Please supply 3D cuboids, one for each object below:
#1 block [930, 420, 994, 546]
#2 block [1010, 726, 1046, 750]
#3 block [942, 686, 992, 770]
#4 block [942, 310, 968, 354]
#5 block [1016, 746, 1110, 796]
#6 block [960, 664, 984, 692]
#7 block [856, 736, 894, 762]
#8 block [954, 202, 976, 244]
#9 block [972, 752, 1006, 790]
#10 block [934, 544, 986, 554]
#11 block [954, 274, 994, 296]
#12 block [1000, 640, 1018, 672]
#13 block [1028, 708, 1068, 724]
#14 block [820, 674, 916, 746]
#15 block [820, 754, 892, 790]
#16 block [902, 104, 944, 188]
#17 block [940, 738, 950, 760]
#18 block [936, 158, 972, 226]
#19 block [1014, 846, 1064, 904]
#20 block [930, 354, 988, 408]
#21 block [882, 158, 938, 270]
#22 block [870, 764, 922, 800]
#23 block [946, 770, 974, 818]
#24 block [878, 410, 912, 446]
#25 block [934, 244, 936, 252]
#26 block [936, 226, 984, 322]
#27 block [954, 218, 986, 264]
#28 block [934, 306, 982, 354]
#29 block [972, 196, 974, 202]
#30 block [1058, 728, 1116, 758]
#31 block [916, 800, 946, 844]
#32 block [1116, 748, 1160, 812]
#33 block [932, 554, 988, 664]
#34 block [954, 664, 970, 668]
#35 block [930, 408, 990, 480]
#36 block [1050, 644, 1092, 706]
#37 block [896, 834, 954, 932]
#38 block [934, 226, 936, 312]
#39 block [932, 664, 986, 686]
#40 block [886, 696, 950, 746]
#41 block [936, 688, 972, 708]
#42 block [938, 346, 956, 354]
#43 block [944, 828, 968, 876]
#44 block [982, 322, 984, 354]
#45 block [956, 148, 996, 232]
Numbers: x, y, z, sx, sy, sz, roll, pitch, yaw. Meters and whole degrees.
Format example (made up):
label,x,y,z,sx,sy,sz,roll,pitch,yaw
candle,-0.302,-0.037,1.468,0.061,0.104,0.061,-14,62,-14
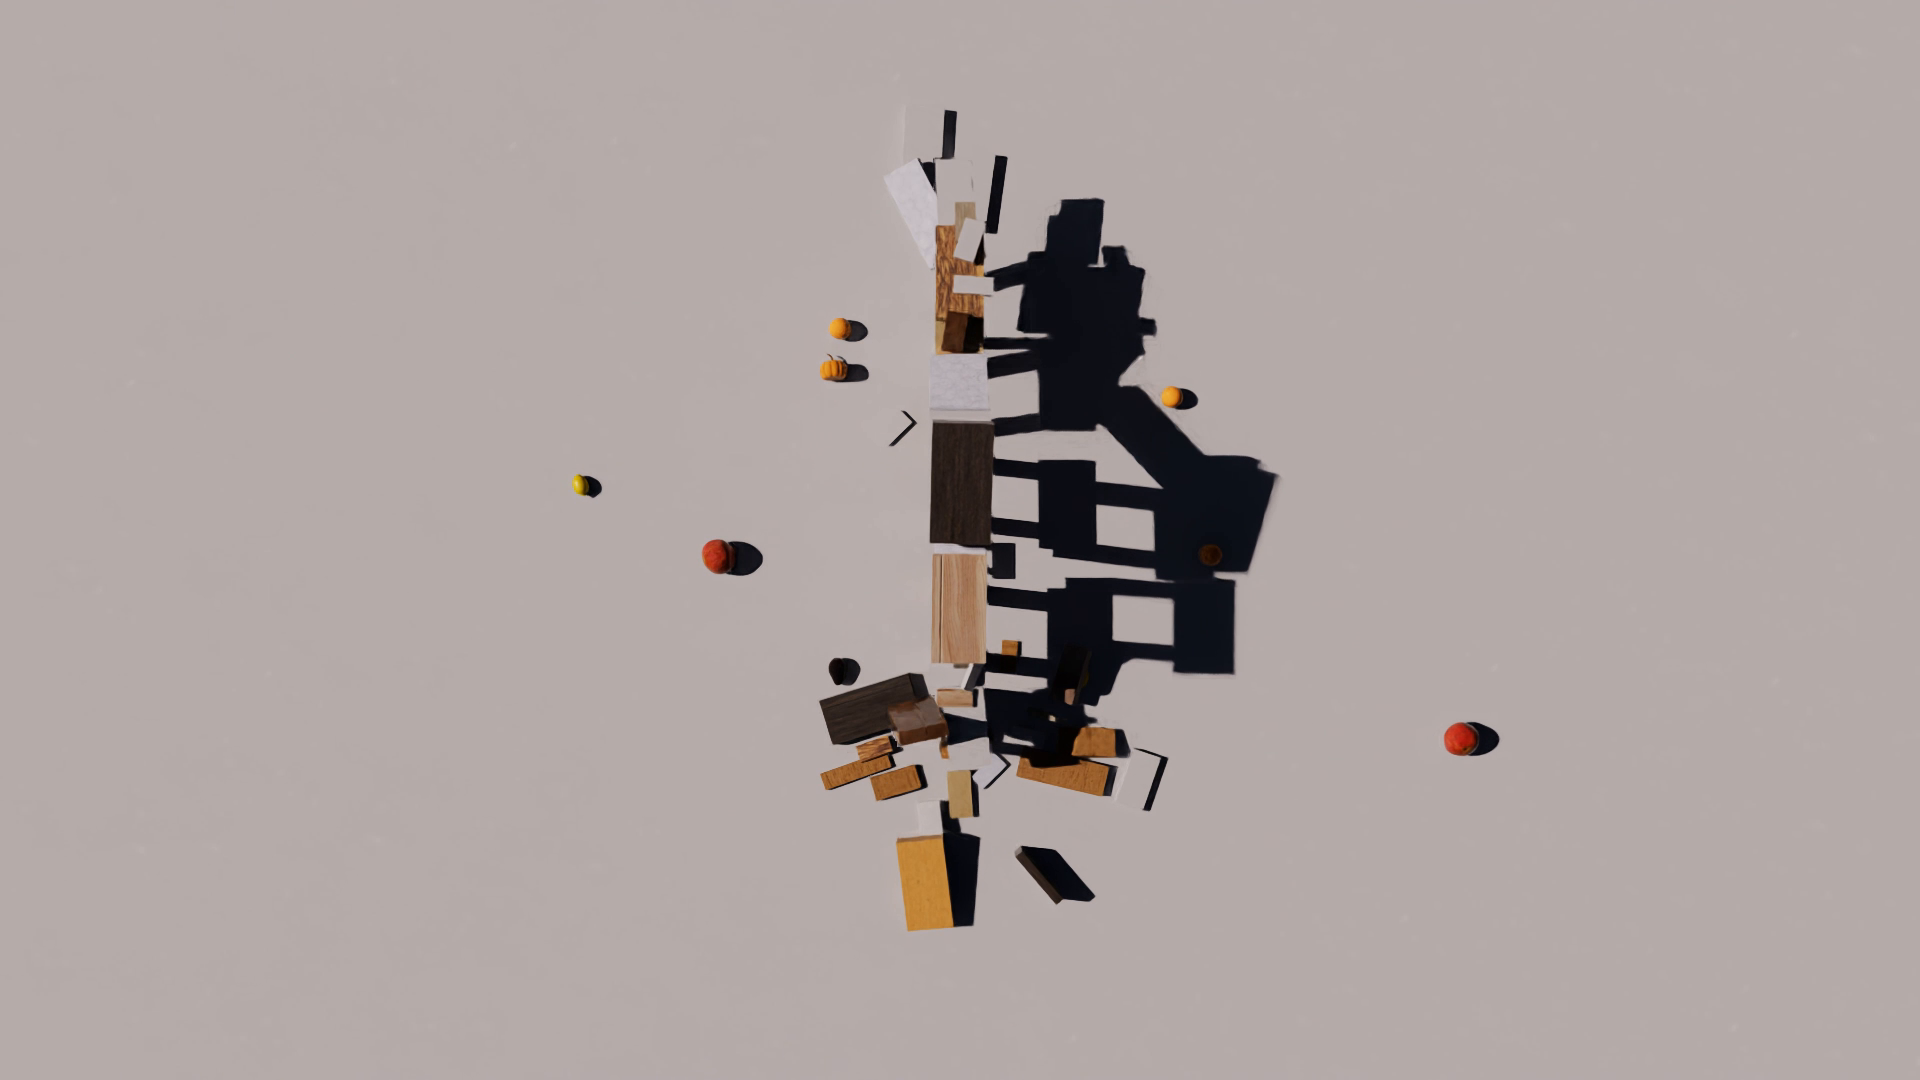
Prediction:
label,x,y,z,sx,sy,sz,roll,pitch,yaw
block,0.005,-0.164,4.716,0.175,0.050,0.350,2,103,0
block,0.225,0.658,5.492,0.113,0.016,0.056,14,90,0
block,0.020,0.589,5.219,0.130,0.037,0.260,-6,90,-2
block,-0.016,-0.634,5.032,0.064,0.018,0.129,8,123,-4
block,0.341,0.768,5.485,0.292,0.029,0.103,13,90,0
block,0.038,0.416,5.094,0.015,0.051,0.103,22,90,36
block,-0.284,0.695,5.483,0.113,0.016,0.056,-20,69,0
block,0.017,-0.971,5.054,0.064,0.018,0.129,-1,81,0
block,0.096,0.769,5.492,0.056,0.016,0.113,45,90,0
block,-0.001,-0.098,4.842,0.150,0.043,0.301,-1,90,0
block,0.042,-0.774,5.023,0.122,0.016,0.056,4,81,1
block,0.163,0.386,5.493,0.051,0.015,0.103,5,90,0
block,0.288,0.579,5.435,0.056,0.126,0.016,12,91,-45
block,-0.297,0.561,5.478,0.308,0.044,0.154,-17,90,0
block,-0.347,0.767,5.492,0.232,0.016,0.056,-20,90,0
block,-0.123,-1.308,5.482,0.131,0.037,0.261,3,90,0
block,0.003,0.680,5.368,0.130,0.260,0.037,4,90,-2
block,-0.017,-1.071,5.134,0.112,0.032,0.223,-2,97,0
block,0.259,1.107,5.448,0.029,0.103,0.206,-41,90,0
block,-0.002,-0.400,4.926,0.175,0.050,0.412,-1,48,0
block,-0.116,-1.077,5.450,0.131,0.037,0.340,-26,96,15
block,-0.214,0.807,5.489,0.156,0.022,0.078,-16,90,0
block,0.000,0.845,5.489,0.078,0.022,0.156,-3,90,-1
block,-0.218,-0.372,5.492,0.112,0.016,0.056,-44,90,0
block,-0.003,-0.773,5.132,0.146,0.041,0.293,-1,96,0
block,0.000,-0.818,5.059,0.146,0.041,0.292,1,81,0
block,0.029,-0.911,5.026,0.064,0.018,0.129,18,82,3
block,-0.002,-0.579,5.115,0.146,0.041,0.292,-1,102,0
block,-0.013,-1.001,5.175,0.112,0.032,0.250,-2,97,0
block,0.421,0.672,5.472,0.188,0.027,0.094,2,70,0
block,-0.096,0.945,5.465,0.078,0.022,0.156,-7,85,8
block,0.592,0.797,5.487,0.094,0.027,0.188,19,90,0
block,-0.002,0.199,4.781,0.157,0.045,0.315,1,90,0
block,0.007,0.364,5.072,0.051,0.103,0.015,0,56,0
block,-0.001,-0.202,4.758,0.175,0.050,0.350,0,103,0
block,0.368,0.445,5.460,0.094,0.027,0.188,17,90,40
block,-0.113,1.132,5.444,0.154,0.044,0.308,-6,99,6
block,-0.012,-0.858,5.229,0.135,0.038,0.270,0,97,-1
block,-0.005,0.285,5.142,0.167,0.047,0.334,0,90,0
block,-0.135,0.572,5.227,0.154,0.308,0.044,-11,101,-7
block,-0.017,0.498,5.190,0.113,0.016,0.056,1,91,-3
block,-0.037,-0.578,5.086,0.056,0.016,0.112,29,100,-6
block,-0.065,1.068,5.485,0.103,0.029,0.206,25,90,0
block,0.002,-0.552,5.187,0.147,0.042,0.293,0,89,0
block,0.036,-1.162,5.482,0.131,0.037,0.261,8,90,0
